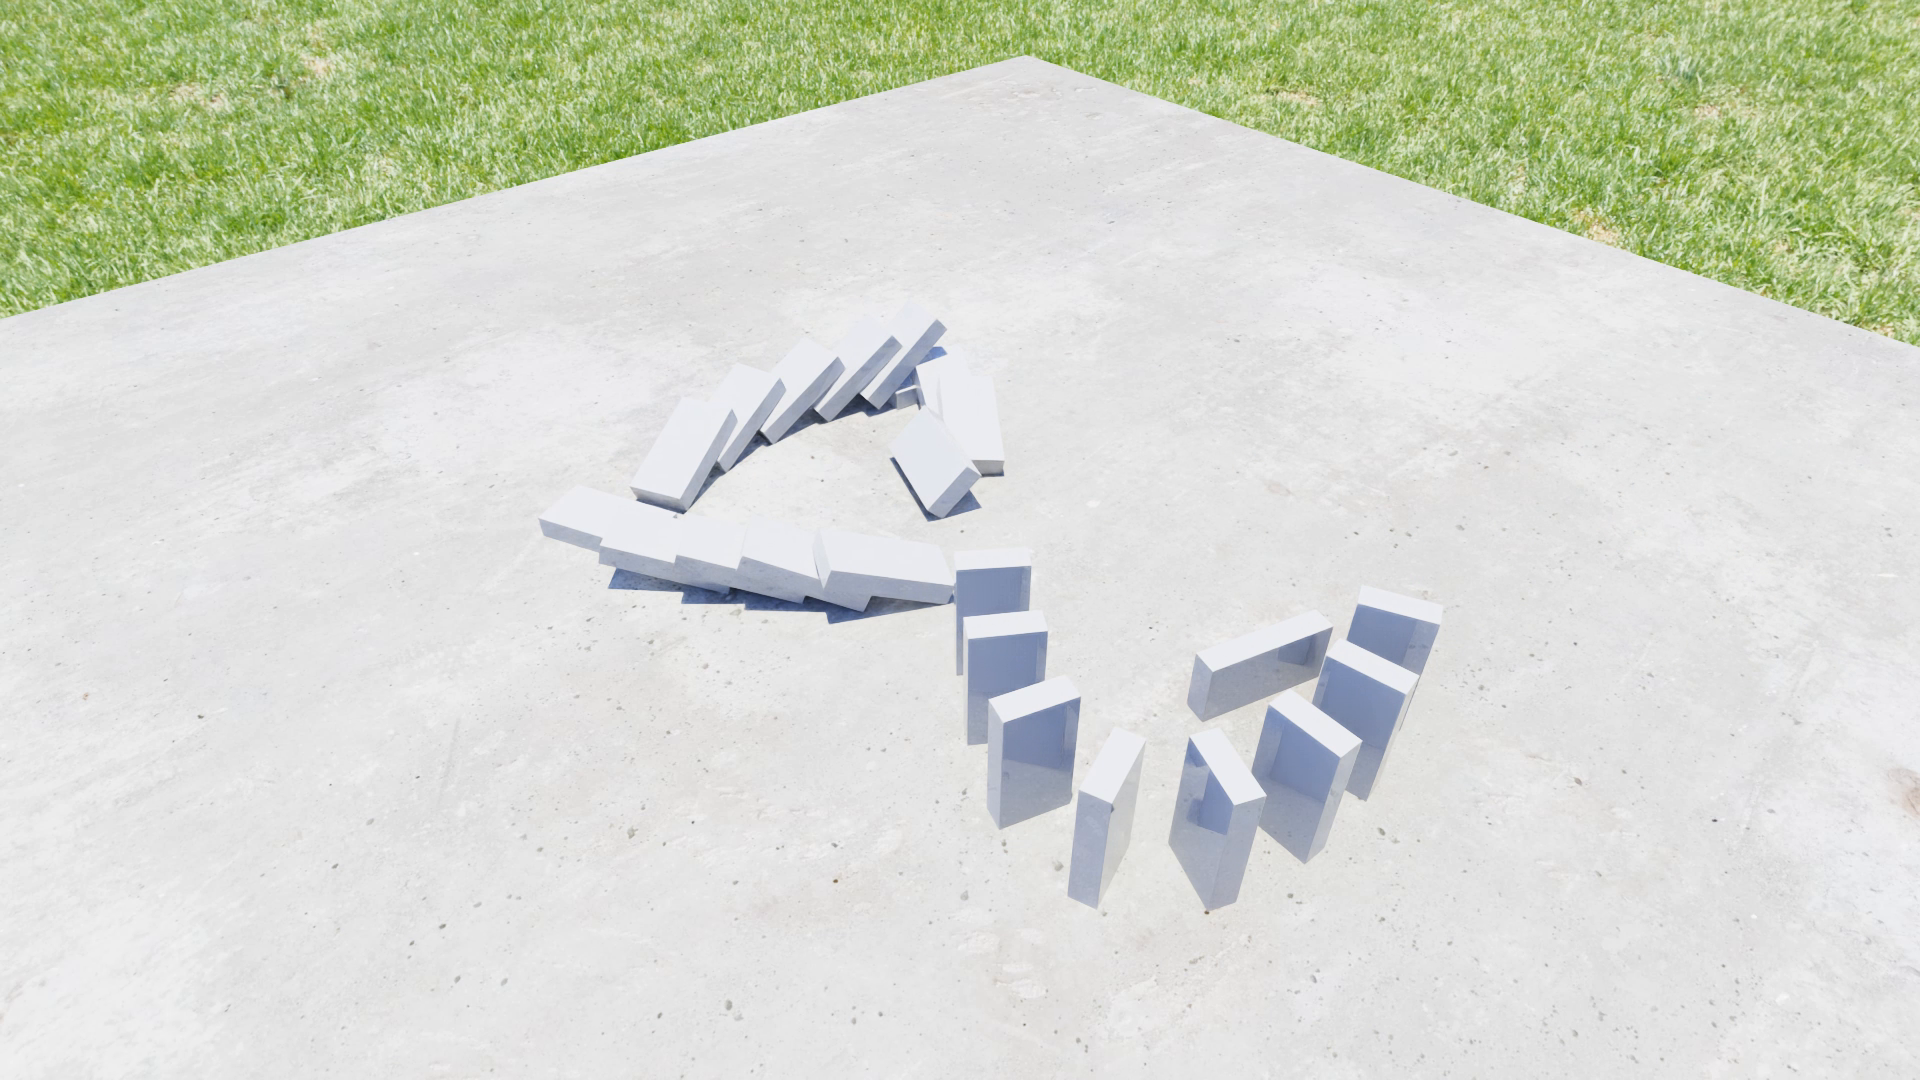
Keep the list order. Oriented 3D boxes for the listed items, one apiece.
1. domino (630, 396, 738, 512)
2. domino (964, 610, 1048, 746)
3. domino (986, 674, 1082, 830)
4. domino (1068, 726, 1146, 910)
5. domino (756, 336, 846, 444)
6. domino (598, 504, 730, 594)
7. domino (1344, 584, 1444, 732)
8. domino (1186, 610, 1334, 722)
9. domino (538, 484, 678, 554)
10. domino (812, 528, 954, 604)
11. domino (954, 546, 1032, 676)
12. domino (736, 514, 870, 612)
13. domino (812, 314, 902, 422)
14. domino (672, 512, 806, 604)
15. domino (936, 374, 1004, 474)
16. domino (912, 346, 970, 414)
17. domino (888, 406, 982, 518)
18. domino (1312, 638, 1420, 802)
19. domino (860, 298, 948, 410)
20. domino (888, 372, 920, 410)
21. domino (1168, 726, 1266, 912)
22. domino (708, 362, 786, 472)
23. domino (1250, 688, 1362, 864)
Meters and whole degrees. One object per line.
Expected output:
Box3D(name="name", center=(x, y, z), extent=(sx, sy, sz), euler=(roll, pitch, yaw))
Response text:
Box3D(name="domino", center=(-0.119, -0.038, 0.477), extent=(0.025, 0.009, 0.050), euler=(14, 61, 16))
Box3D(name="domino", center=(0.014, 0.045, 0.356), extent=(0.025, 0.050, 0.009), euler=(-5, 40, -6))
Box3D(name="domino", center=(0.022, 0.065, 0.332), extent=(0.025, 0.050, 0.009), euler=(-16, 42, -18))
Box3D(name="domino", center=(0.042, 0.080, 0.314), extent=(0.009, 0.050, 0.025), euler=(19, 43, 22))
Box3D(name="domino", center=(-0.080, -0.070, 0.513), extent=(0.025, 0.010, 0.050), euler=(33, 75, 34))
Box3D(name="domino", center=(-0.112, 0.004, 0.428), extent=(0.050, 0.009, 0.025), euler=(14, 39, -8))
Box3D(name="domino", center=(0.139, 0.040, 0.363), extent=(0.025, 0.050, 0.010), euler=(15, 42, 18))
Box3D(name="domino", center=(0.103, 0.043, 0.379), extent=(0.050, 0.025, 0.010), euler=(-17, 42, -19))
Box3D(name="domino", center=(-0.144, -0.006, 0.451), extent=(0.050, 0.010, 0.025), euler=(15, 42, 18))
Box3D(name="domino", center=(-0.029, 0.010, 0.417), extent=(0.050, 0.010, 0.025), euler=(8, 34, -26))
Box3D(name="domino", center=(0.011, 0.025, 0.380), extent=(0.025, 0.050, 0.010), euler=(-3, 39, -4))
Box3D(name="domino", center=(-0.058, 0.009, 0.418), extent=(0.050, 0.009, 0.025), euler=(18, 36, -14))
Box3D(name="domino", center=(-0.053, -0.082, 0.522), extent=(0.050, 0.010, 0.025), euler=(-45, 48, 3))
Box3D(name="domino", center=(-0.083, 0.007, 0.422), extent=(0.050, 0.009, 0.025), euler=(15, 37, -14))
Box3D(name="domino", center=(0.004, -0.052, 0.495), extent=(0.025, 0.010, 0.050), euler=(0, 55, -10))
Box3D(name="domino", center=(-0.007, -0.071, 0.520), extent=(0.025, 0.010, 0.050), euler=(-5, 53, -13))
Box3D(name="domino", center=(-0.012, -0.034, 0.473), extent=(0.025, 0.009, 0.050), euler=(-47, 42, 14))
Box3D(name="domino", center=(0.122, 0.057, 0.342), extent=(0.025, 0.050, 0.009), euler=(28, 47, 30))
Box3D(name="domino", center=(-0.031, -0.089, 0.525), extent=(0.050, 0.010, 0.025), euler=(-49, 48, 4))
Box3D(name="domino", center=(-0.033, -0.083, 0.545), extent=(0.025, 0.010, 0.050), euler=(-22, 44, -24))
Box3D(name="domino", center=(0.072, 0.080, 0.314), extent=(0.010, 0.050, 0.025), euler=(-12, 41, -14))
Box3D(name="domino", center=(-0.103, -0.056, 0.498), extent=(0.025, 0.010, 0.050), euler=(21, 65, 23))
Box3D(name="domino", center=(0.100, 0.071, 0.325), extent=(0.010, 0.050, 0.025), euler=(-27, 46, -29))
